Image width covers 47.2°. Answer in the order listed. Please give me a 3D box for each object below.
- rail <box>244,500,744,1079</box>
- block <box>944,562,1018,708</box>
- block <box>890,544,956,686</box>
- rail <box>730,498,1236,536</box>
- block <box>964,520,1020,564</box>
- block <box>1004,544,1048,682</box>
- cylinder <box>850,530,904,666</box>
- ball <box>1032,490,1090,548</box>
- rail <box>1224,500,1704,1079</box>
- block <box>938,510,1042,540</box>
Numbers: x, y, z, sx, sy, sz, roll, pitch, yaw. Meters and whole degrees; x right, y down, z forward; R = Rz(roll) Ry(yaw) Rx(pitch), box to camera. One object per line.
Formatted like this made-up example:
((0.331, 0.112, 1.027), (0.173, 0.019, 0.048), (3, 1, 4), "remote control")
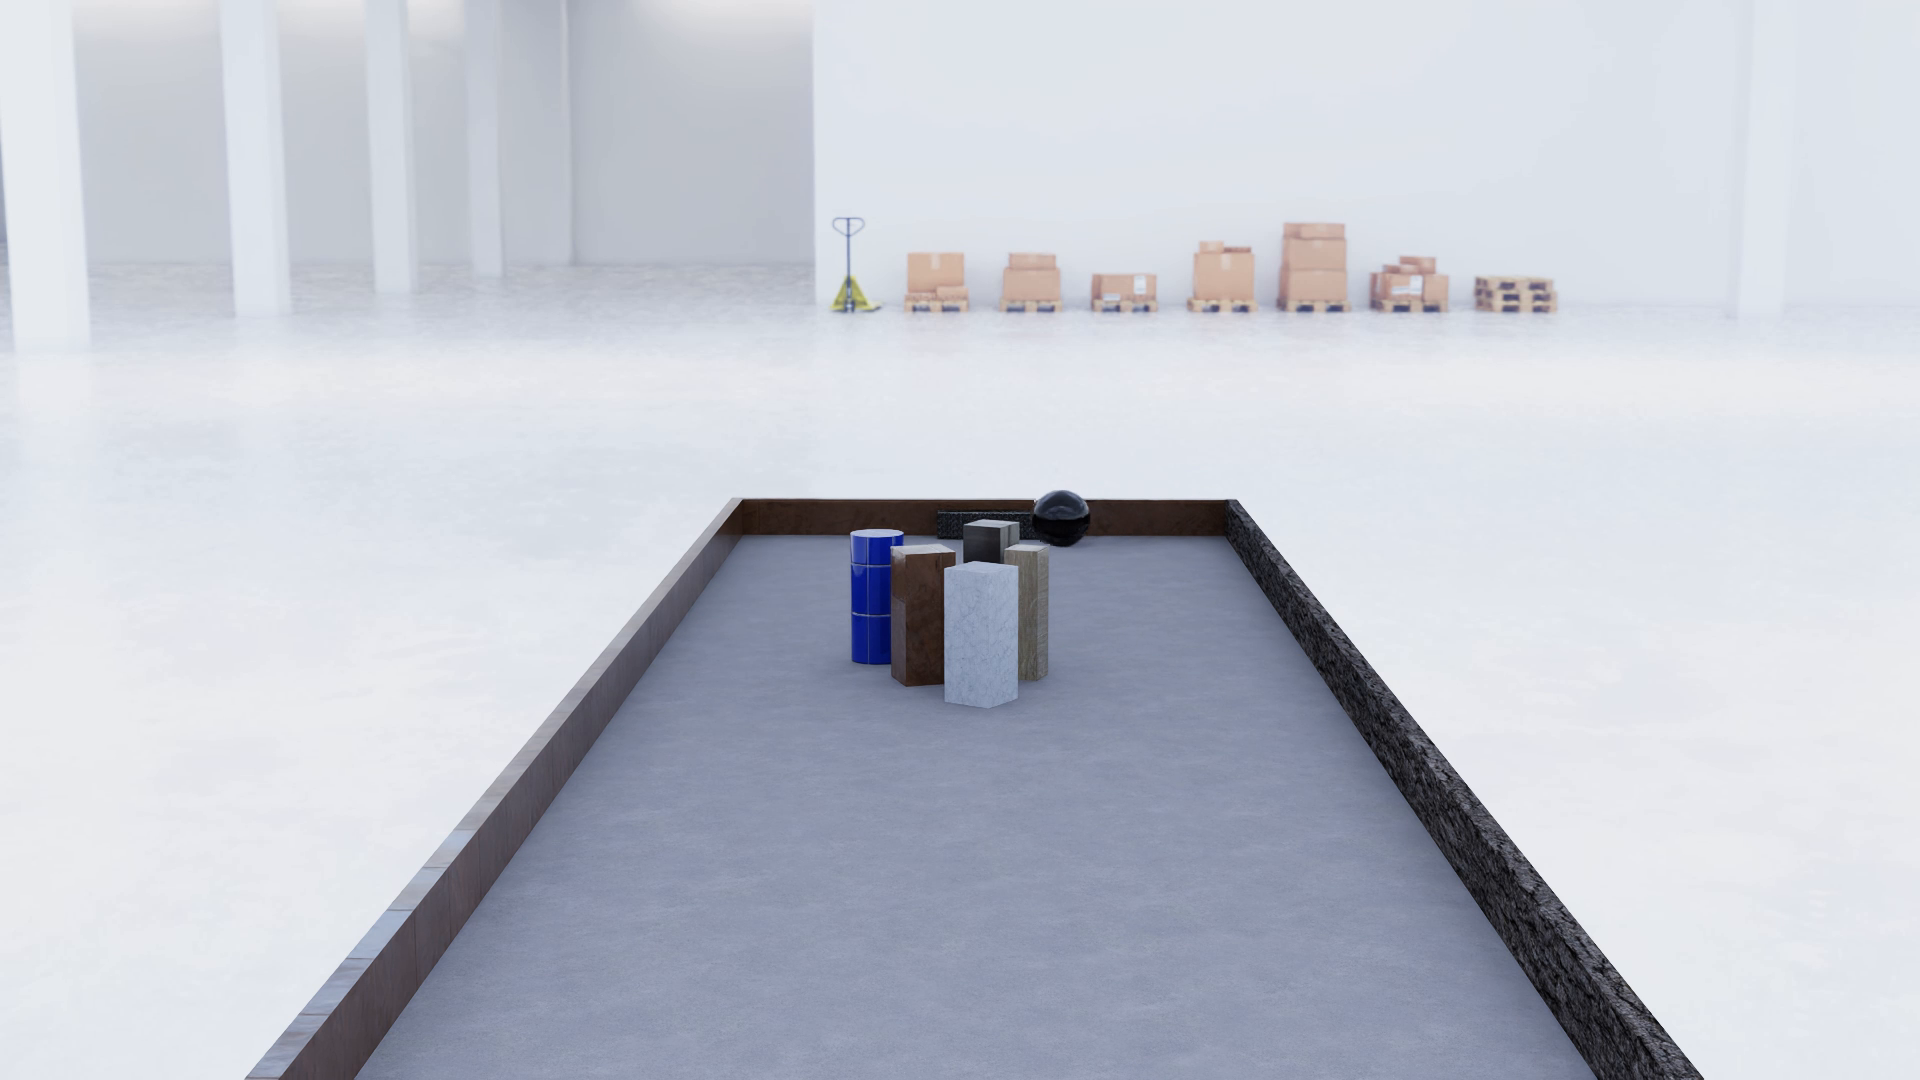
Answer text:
((-1.004, 0.839, 3.234), (0.050, 0.150, 12.000), (0, 9, 1), "rail")
((0.060, 0.262, 6.146), (0.148, 0.378, 0.148), (6, 11, 34), "block")
((-0.107, 0.217, 6.402), (0.151, 0.387, 0.151), (-3, 9, -18), "block")
((0.099, -0.098, 9.147), (2.100, 0.150, 0.050), (0, 9, 1), "rail")
((0.095, 0.155, 6.704), (0.126, 0.415, 0.126), (5, 10, 28), "block")
((0.194, 0.212, 6.448), (0.102, 0.383, 0.102), (3, 10, 20), "block")
((-0.251, 0.172, 6.678), (0.161, 0.390, 0.161), (0, 9, 0), "cylinder")
((0.407, -0.088, 8.822), (0.233, 0.233, 0.233), (0, 9, 0), "ball")
((1.046, 0.843, 3.208), (0.050, 0.150, 12.000), (0, 9, 1), "rail")
((0.135, -0.065, 9.067), (0.453, 0.110, 0.110), (0, 9, 2), "block")
